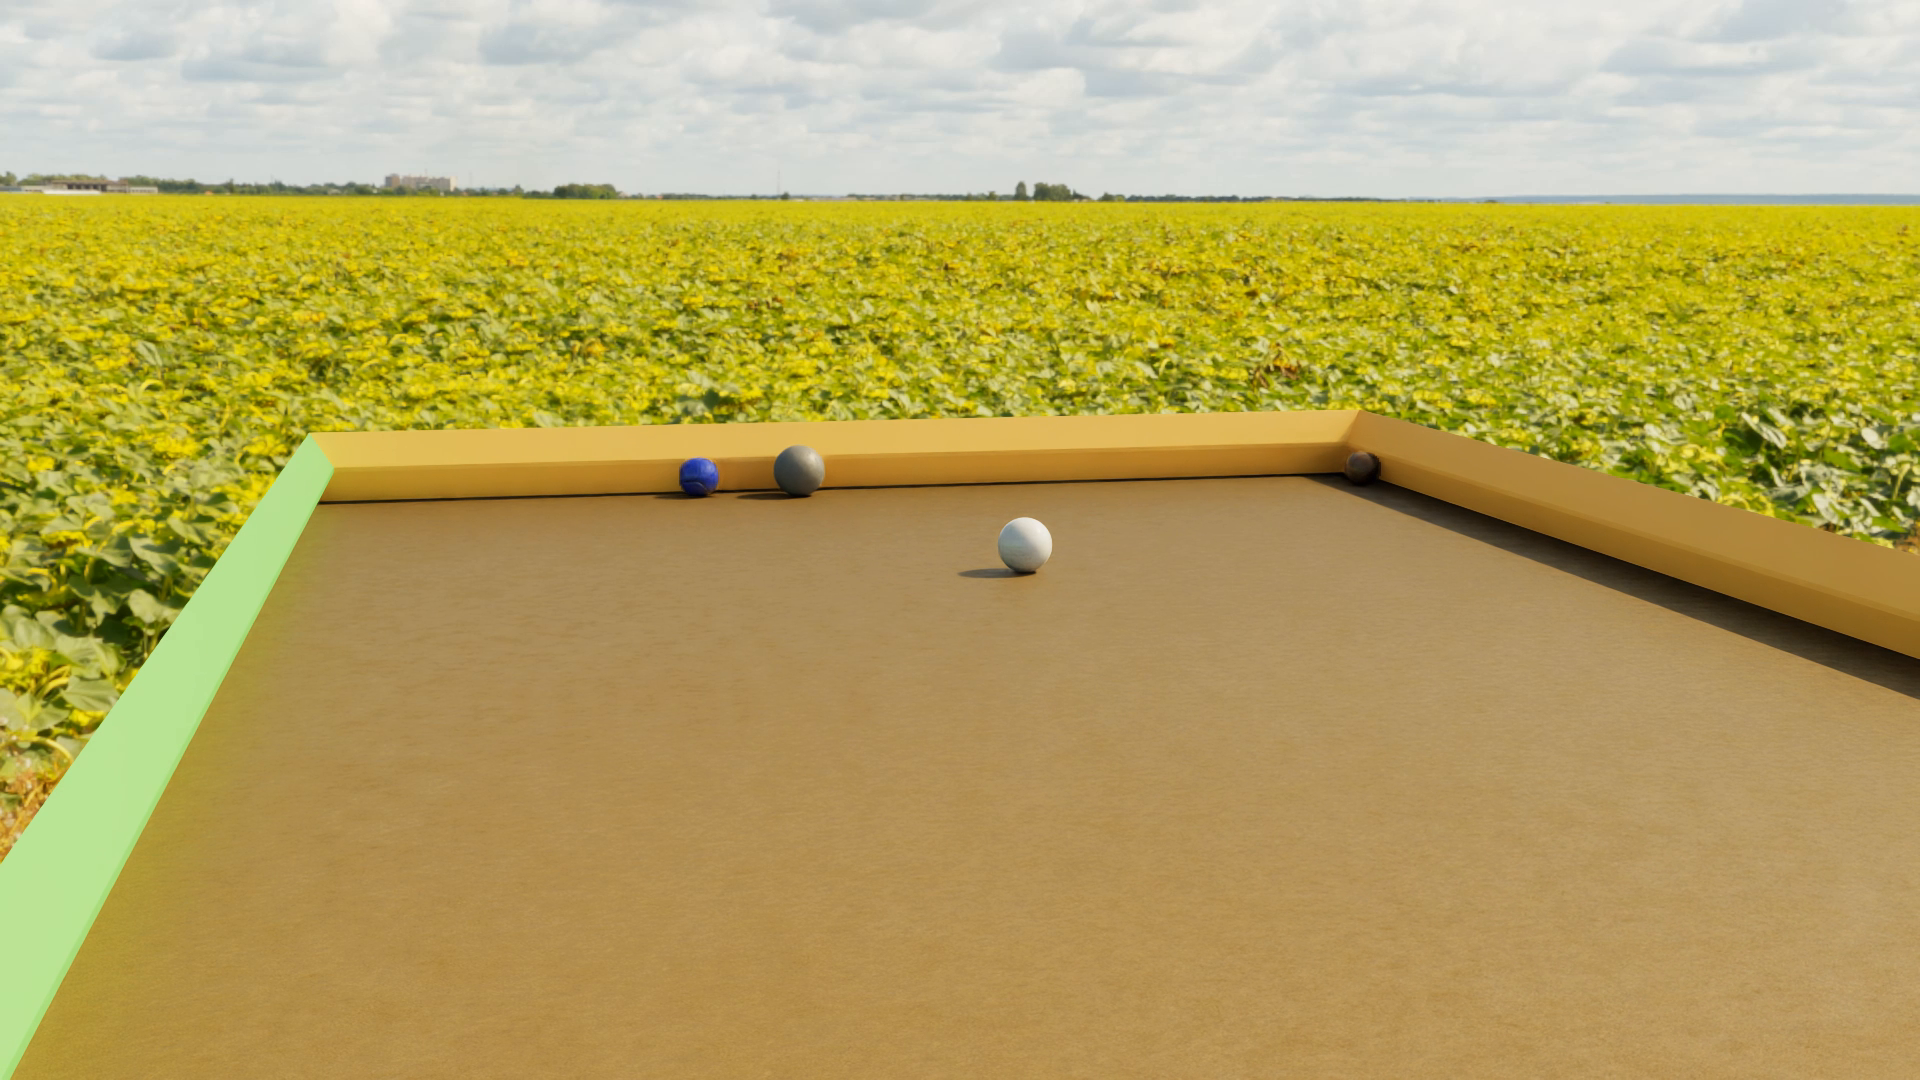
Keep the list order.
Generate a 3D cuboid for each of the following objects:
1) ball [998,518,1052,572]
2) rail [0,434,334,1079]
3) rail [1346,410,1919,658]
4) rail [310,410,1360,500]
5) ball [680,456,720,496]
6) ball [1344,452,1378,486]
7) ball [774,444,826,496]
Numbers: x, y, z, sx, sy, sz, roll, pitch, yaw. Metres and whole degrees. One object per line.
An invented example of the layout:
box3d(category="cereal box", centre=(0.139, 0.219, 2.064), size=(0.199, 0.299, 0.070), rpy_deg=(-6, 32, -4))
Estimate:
box3d(category="ball", centre=(0.097, 0.008, 3.289), size=(0.083, 0.083, 0.083), rpy_deg=(0, 9, 0))
box3d(category="rail", centre=(-0.781, 0.157, 2.231), size=(0.045, 0.125, 3.704), rpy_deg=(-2, 9, -12))
box3d(category="rail", centre=(1.164, 0.091, 2.637), size=(0.045, 0.125, 3.704), rpy_deg=(-2, 9, -12))
box3d(category="rail", centre=(-0.187, -0.163, 4.199), size=(2.035, 0.125, 0.045), rpy_deg=(-2, 9, -12))
box3d(category="ball", centre=(-0.484, -0.118, 4.090), size=(0.073, 0.073, 0.073), rpy_deg=(0, 9, 0))
box3d(category="ball", centre=(0.772, -0.138, 4.235), size=(0.066, 0.066, 0.066), rpy_deg=(0, 9, 0))
box3d(category="ball", centre=(-0.298, -0.130, 4.090), size=(0.096, 0.096, 0.096), rpy_deg=(0, 9, 0))
